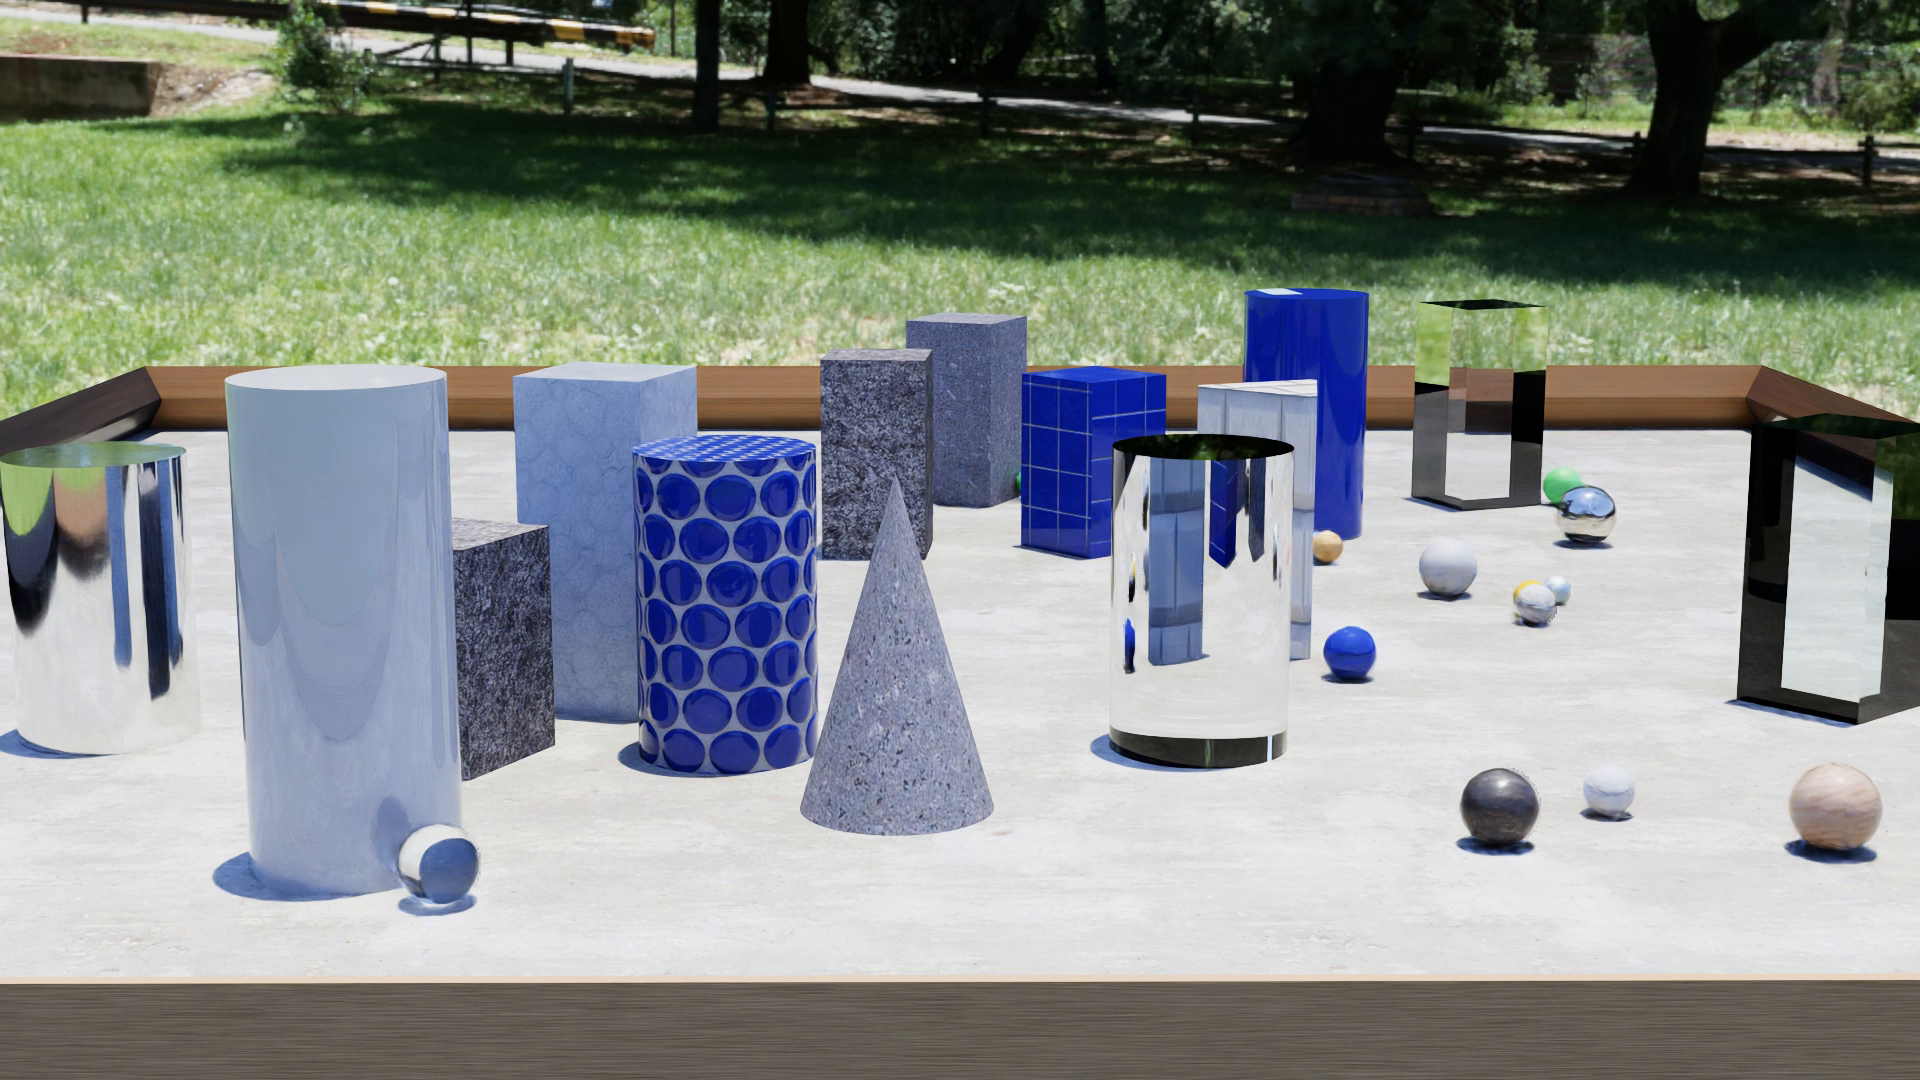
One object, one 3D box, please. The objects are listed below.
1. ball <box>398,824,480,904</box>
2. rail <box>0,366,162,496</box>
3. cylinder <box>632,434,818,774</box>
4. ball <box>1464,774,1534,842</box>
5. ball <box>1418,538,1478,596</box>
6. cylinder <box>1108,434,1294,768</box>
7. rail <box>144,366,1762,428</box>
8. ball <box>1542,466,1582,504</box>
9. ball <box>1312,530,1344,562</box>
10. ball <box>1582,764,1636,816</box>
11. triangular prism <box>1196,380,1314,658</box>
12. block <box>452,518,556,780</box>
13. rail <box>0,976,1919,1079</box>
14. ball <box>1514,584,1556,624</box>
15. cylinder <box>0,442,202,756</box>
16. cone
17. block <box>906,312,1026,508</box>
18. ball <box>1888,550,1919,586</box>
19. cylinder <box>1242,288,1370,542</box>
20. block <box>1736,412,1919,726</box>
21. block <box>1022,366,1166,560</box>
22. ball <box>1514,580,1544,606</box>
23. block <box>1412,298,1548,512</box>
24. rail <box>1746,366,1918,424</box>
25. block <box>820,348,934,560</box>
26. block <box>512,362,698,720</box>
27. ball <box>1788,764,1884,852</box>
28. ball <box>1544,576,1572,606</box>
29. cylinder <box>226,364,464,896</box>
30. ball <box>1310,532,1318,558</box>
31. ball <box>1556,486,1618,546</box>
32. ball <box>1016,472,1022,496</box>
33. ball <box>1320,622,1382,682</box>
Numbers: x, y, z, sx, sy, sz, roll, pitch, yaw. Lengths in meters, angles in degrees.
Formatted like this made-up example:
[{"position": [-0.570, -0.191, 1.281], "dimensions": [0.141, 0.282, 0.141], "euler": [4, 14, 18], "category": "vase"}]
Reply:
[{"position": [-0.457, 0.284, 2.249], "dimensions": [0.070, 0.070, 0.070], "euler": [0, 11, 0], "category": "ball"}, {"position": [-1.607, 0.034, 3.440], "dimensions": [0.045, 0.125, 3.515], "euler": [0, 11, 0], "category": "rail"}, {"position": [-0.248, 0.064, 2.726], "dimensions": [0.193, 0.328, 0.193], "euler": [0, 11, 0], "category": "cylinder"}, {"position": [0.508, 0.252, 2.415], "dimensions": [0.064, 0.064, 0.064], "euler": [0, 11, 0], "category": "ball"}, {"position": [0.676, 0.037, 3.551], "dimensions": [0.080, 0.080, 0.080], "euler": [0, 11, 0], "category": "ball"}, {"position": [0.257, 0.061, 2.747], "dimensions": [0.193, 0.326, 0.193], "euler": [0, 11, 0], "category": "cylinder"}, {"position": [-0.010, -0.285, 5.154], "dimensions": [3.261, 0.125, 0.045], "euler": [0, 11, 0], "category": "rail"}, {"position": [1.005, -0.090, 4.279], "dimensions": [0.065, 0.065, 0.065], "euler": [0, 11, 0], "category": "ball"}, {"position": [0.540, 0.009, 3.777], "dimensions": [0.046, 0.046, 0.046], "euler": [0, 11, 0], "category": "ball"}, {"position": [0.636, 0.245, 2.515], "dimensions": [0.051, 0.051, 0.051], "euler": [0, 11, 0], "category": "ball"}, {"position": [0.408, -0.033, 3.253], "dimensions": [0.167, 0.328, 0.145], "euler": [8, 13, 37], "category": "triangular prism"}, {"position": [-0.540, 0.110, 2.718], "dimensions": [0.154, 0.241, 0.154], "euler": [5, 12, 25], "category": "block"}, {"position": [0.010, 0.349, 1.745], "dimensions": [3.261, 0.125, 0.045], "euler": [0, 11, 0], "category": "rail"}, {"position": [0.757, 0.084, 3.375], "dimensions": [0.053, 0.053, 0.053], "euler": [0, 11, 0], "category": "ball"}, {"position": [-0.935, 0.060, 2.799], "dimensions": [0.193, 0.310, 0.193], "euler": [0, 11, 0], "category": "cylinder"}, {"position": [-0.062, 0.100, 2.514], "dimensions": [0.193, 0.336, 0.193], "euler": [0, 11, 0], "category": "cone"}, {"position": [0.011, -0.222, 4.328], "dimensions": [0.154, 0.306, 0.154], "euler": [5, 11, 24], "category": "block"}, {"position": [1.335, 0.040, 3.620], "dimensions": [0.050, 0.050, 0.050], "euler": [0, 11, 0], "category": "ball"}, {"position": [0.536, -0.197, 4.001], "dimensions": [0.193, 0.375, 0.193], "euler": [0, 11, 0], "category": "cylinder"}, {"position": [1.009, 0.029, 2.937], "dimensions": [0.154, 0.322, 0.154], "euler": [-9, 14, -40], "category": "block"}, {"position": [0.202, -0.121, 3.897], "dimensions": [0.154, 0.264, 0.154], "euler": [-9, 14, -40], "category": "block"}, {"position": [0.763, 0.077, 3.424], "dimensions": [0.047, 0.047, 0.047], "euler": [0, 11, 0], "category": "ball"}, {"position": [0.868, -0.229, 4.293], "dimensions": [0.154, 0.331, 0.154], "euler": [-4, 11, -22], "category": "block"}, {"position": [1.607, 0.031, 3.458], "dimensions": [0.045, 0.125, 3.515], "euler": [0, 11, 0], "category": "rail"}, {"position": [-0.123, -0.131, 3.862], "dimensions": [0.154, 0.298, 0.154], "euler": [1, 11, 4], "category": "block"}, {"position": [-0.400, -0.003, 2.937], "dimensions": [0.154, 0.383, 0.154], "euler": [3, 11, 18], "category": "block"}, {"position": [0.818, 0.250, 2.396], "dimensions": [0.083, 0.083, 0.083], "euler": [0, 11, 0], "category": "ball"}, {"position": [0.811, 0.069, 3.489], "dimensions": [0.040, 0.040, 0.040], "euler": [0, 11, 0], "category": "ball"}, {"position": [-0.556, 0.076, 2.329], "dimensions": [0.193, 0.451, 0.193], "euler": [0, 11, 0], "category": "cylinder"}, {"position": [0.524, 0.008, 3.817], "dimensions": [0.041, 0.041, 0.041], "euler": [0, 11, 0], "category": "ball"}, {"position": [0.958, -0.038, 3.924], "dimensions": [0.092, 0.092, 0.092], "euler": [0, 11, 0], "category": "ball"}, {"position": [0.121, -0.096, 4.338], "dimensions": [0.054, 0.054, 0.054], "euler": [0, 11, 0], "category": "ball"}, {"position": [0.467, 0.134, 3.073], "dimensions": [0.073, 0.073, 0.073], "euler": [0, 11, 0], "category": "ball"}]
